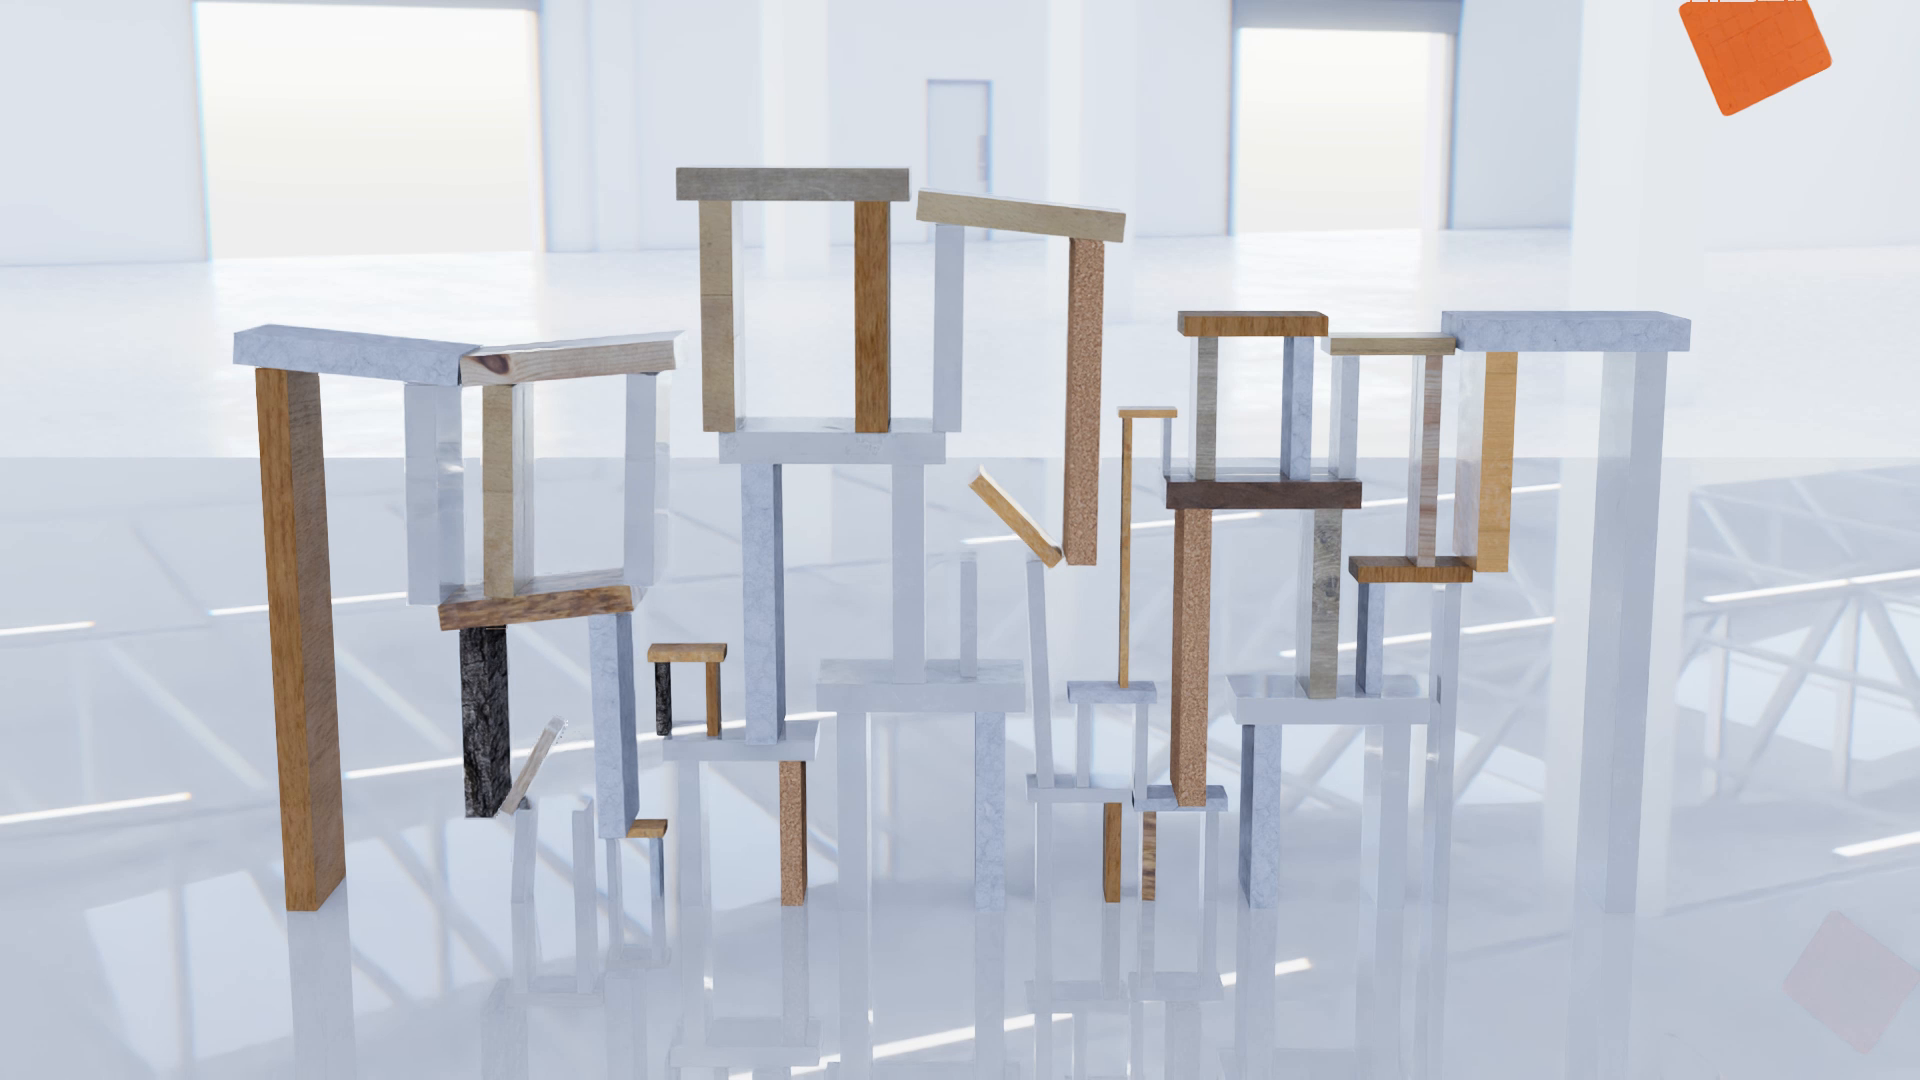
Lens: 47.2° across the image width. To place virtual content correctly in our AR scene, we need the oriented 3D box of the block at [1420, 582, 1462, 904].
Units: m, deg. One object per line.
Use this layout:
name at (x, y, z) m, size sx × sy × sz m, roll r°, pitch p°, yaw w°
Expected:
block at (0.791, 0.325, 3.619) m, size 0.026 × 0.539 × 0.092 m, roll 0°, pitch 11°, yaw 0°

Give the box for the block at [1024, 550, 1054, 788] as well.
block at (0.130, 0.211, 3.604) m, size 0.027 × 0.377 × 0.095 m, roll -3°, pitch 10°, yaw 1°

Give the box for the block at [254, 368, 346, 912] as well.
block at (-1.074, 0.154, 3.592) m, size 0.050 × 0.885 × 0.175 m, roll 0°, pitch 11°, yaw 0°

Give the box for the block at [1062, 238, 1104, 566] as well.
block at (0.196, -0.225, 3.515) m, size 0.046 × 0.510 × 0.161 m, roll 1°, pitch 11°, yaw -1°

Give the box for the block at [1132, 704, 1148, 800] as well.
block at (0.296, 0.338, 3.619) m, size 0.020 × 0.162 × 0.071 m, roll 0°, pitch 11°, yaw 0°

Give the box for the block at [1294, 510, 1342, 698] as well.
block at (0.582, 0.089, 3.574) m, size 0.044 × 0.309 × 0.154 m, roll 0°, pitch 11°, yaw 0°

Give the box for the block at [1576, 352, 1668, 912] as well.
block at (1.074, 0.141, 3.581) m, size 0.049 × 0.914 × 0.175 m, roll 0°, pitch 11°, yaw 0°

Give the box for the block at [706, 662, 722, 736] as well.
block at (-0.404, 0.253, 3.604) m, size 0.017 × 0.123 × 0.062 m, roll 0°, pitch 11°, yaw 0°

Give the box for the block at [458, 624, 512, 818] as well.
block at (-0.779, 0.284, 3.615) m, size 0.044 × 0.310 × 0.155 m, roll 0°, pitch 10°, yaw 0°

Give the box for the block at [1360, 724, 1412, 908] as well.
block at (0.704, 0.436, 3.645) m, size 0.044 × 0.311 × 0.156 m, roll 0°, pitch 11°, yaw 0°

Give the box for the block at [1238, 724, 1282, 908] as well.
block at (0.497, 0.436, 3.645) m, size 0.044 × 0.311 × 0.156 m, roll 0°, pitch 11°, yaw 0°

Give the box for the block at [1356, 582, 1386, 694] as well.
block at (0.669, 0.150, 3.586) m, size 0.026 × 0.184 × 0.092 m, roll 0°, pitch 11°, yaw 0°

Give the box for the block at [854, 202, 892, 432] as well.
block at (-0.138, -0.360, 3.491) m, size 0.051 × 0.357 × 0.179 m, roll 0°, pitch 11°, yaw 0°

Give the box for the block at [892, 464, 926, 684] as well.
block at (-0.082, 0.039, 3.570) m, size 0.050 × 0.356 × 0.178 m, roll 0°, pitch 11°, yaw 0°

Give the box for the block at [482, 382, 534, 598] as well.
block at (-0.727, -0.089, 3.543) m, size 0.048 × 0.336 × 0.168 m, roll 2°, pitch 11°, yaw 0°

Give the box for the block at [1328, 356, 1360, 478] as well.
block at (0.615, -0.202, 3.521) m, size 0.028 × 0.196 × 0.098 m, roll 0°, pitch 11°, yaw 0°

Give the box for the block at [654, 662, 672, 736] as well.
block at (-0.486, 0.253, 3.602) m, size 0.017 × 0.123 × 0.062 m, roll 0°, pitch 11°, yaw 0°

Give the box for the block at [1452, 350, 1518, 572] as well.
block at (0.841, -0.136, 3.530) m, size 0.049 × 0.349 × 0.175 m, roll 0°, pitch 11°, yaw 0°

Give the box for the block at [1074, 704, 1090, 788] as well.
block at (0.201, 0.329, 3.617) m, size 0.020 × 0.142 × 0.071 m, roll 0°, pitch 11°, yaw 0°

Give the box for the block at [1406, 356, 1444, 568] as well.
block at (0.745, -0.132, 3.534) m, size 0.028 × 0.339 × 0.098 m, roll 0°, pitch 11°, yaw 0°

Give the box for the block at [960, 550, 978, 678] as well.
block at (0.014, 0.120, 3.586) m, size 0.027 × 0.190 × 0.095 m, roll 0°, pitch 11°, yaw 0°

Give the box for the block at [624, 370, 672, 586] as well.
block at (-0.502, -0.108, 3.537) m, size 0.048 × 0.336 × 0.168 m, roll 2°, pitch 11°, yaw 0°

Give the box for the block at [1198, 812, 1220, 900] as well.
block at (0.414, 0.514, 3.659) m, size 0.022 × 0.154 × 0.077 m, roll 0°, pitch 11°, yaw 0°

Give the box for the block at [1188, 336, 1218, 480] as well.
block at (0.389, -0.217, 3.519) m, size 0.032 × 0.226 × 0.113 m, roll 0°, pitch 11°, yaw 0°

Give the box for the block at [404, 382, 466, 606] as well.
block at (-0.847, -0.085, 3.548) m, size 0.050 × 0.350 × 0.175 m, roll 1°, pitch 11°, yaw 0°

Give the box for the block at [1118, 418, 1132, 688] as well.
block at (0.268, 0.019, 3.567) m, size 0.013 × 0.444 × 0.047 m, roll 0°, pitch 11°, yaw 0°

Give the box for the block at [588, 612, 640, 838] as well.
block at (-0.567, 0.289, 3.614) m, size 0.044 × 0.370 × 0.155 m, roll -1°, pitch 11°, yaw 1°

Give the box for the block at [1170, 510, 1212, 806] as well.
block at (0.376, 0.178, 3.590) m, size 0.044 × 0.489 × 0.154 m, roll 0°, pitch 11°, yaw 0°

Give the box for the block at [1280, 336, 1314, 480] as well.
block at (0.539, -0.217, 3.520) m, size 0.032 × 0.226 × 0.113 m, roll 0°, pitch 11°, yaw 0°

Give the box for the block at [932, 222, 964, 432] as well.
block at (-0.018, -0.341, 3.493) m, size 0.046 × 0.321 × 0.161 m, roll 1°, pitch 11°, yaw 0°

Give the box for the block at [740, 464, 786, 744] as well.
block at (-0.319, 0.088, 3.579) m, size 0.050 × 0.456 × 0.178 m, roll 0°, pitch 11°, yaw 0°

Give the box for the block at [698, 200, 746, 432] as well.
block at (-0.376, -0.361, 3.491) m, size 0.051 × 0.357 × 0.179 m, roll 0°, pitch 11°, yaw 0°

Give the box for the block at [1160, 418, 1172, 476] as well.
block at (0.331, -0.153, 3.535) m, size 0.013 × 0.094 × 0.047 m, roll 0°, pitch 11°, yaw 0°
